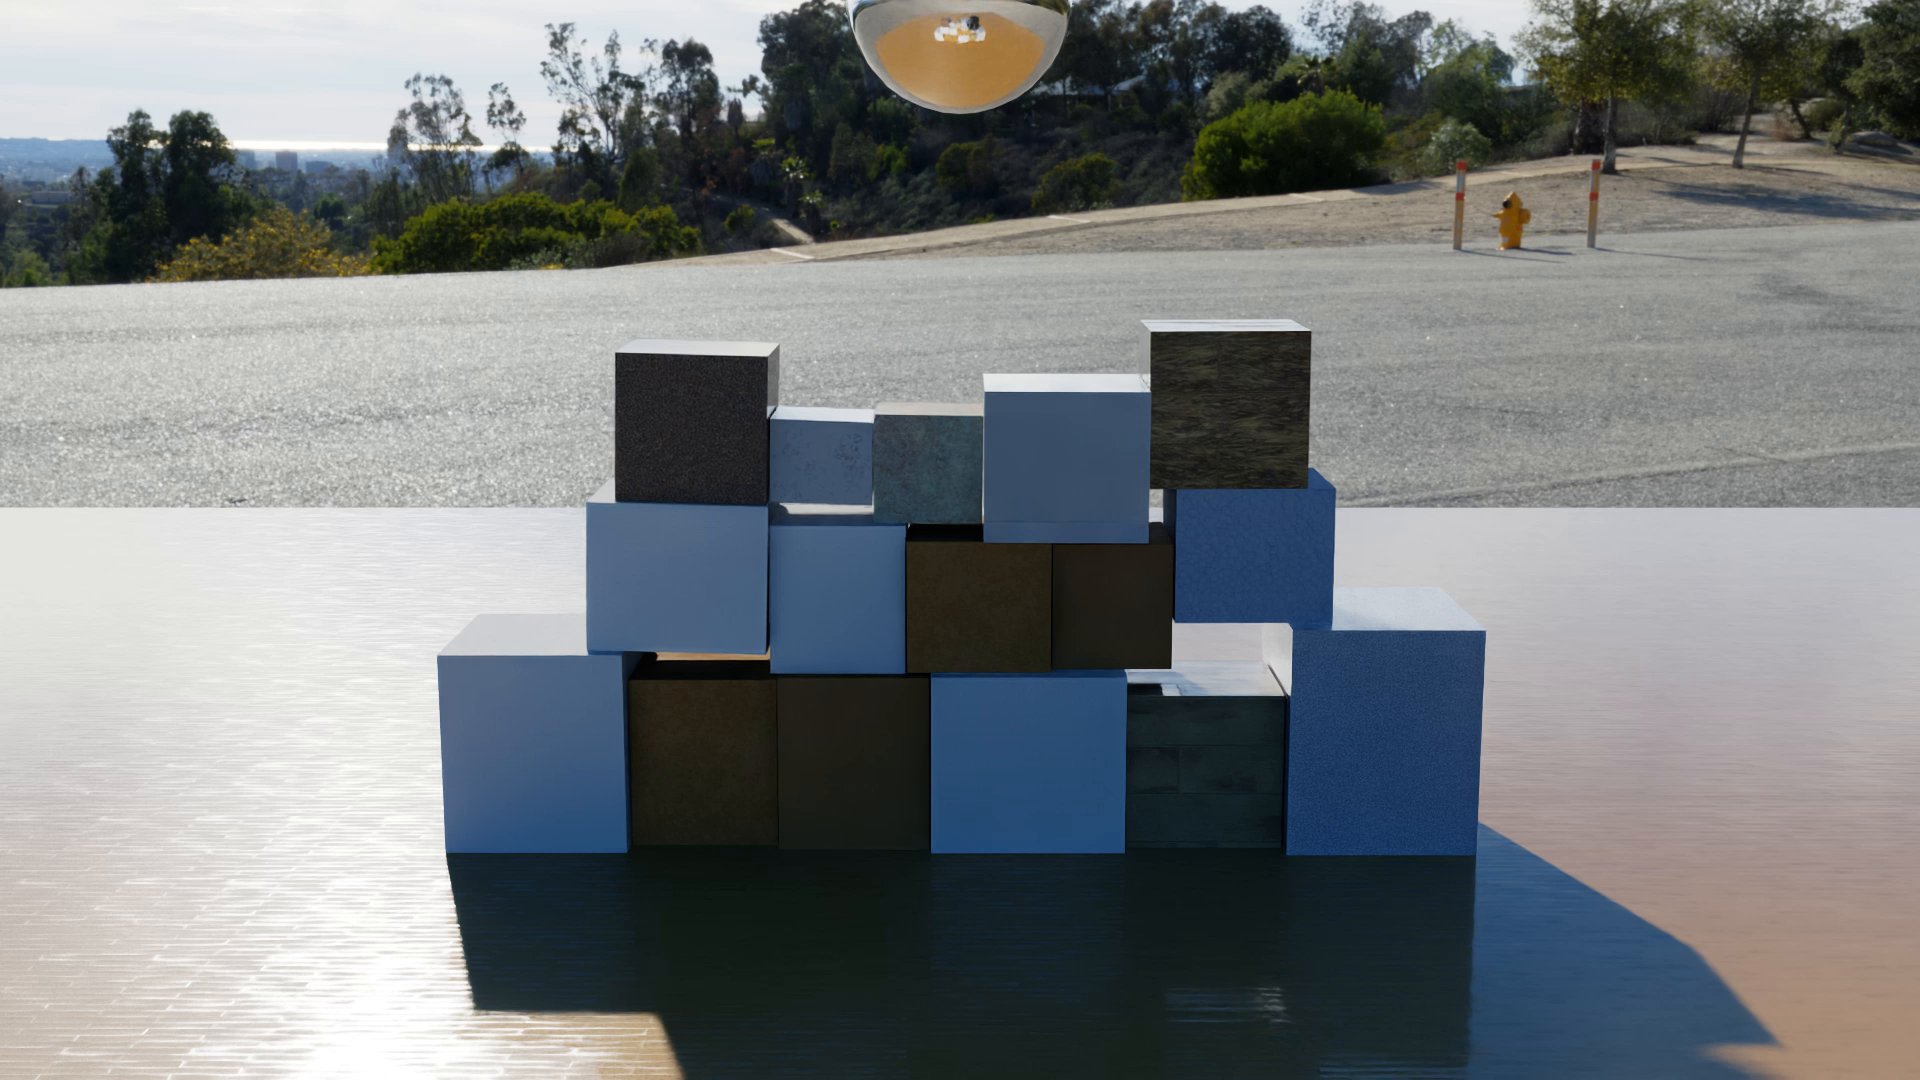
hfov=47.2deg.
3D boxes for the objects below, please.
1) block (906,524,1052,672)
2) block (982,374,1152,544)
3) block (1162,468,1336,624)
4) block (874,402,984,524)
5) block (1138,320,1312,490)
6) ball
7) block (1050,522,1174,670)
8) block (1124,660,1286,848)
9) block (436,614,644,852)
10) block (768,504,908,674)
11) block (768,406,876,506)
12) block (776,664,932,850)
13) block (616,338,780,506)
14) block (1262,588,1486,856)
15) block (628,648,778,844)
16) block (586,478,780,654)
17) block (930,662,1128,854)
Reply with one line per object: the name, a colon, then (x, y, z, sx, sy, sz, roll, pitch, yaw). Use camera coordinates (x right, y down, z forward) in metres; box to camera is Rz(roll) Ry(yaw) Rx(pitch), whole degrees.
block: (0.094, 0.264, 11.231, 0.712, 0.661, 0.777, 0, 10, 0)
block: (0.521, -0.424, 11.094, 0.805, 0.743, 0.827, 0, 10, 0)
block: (1.455, 0.017, 11.195, 0.782, 0.672, 0.711, 0, 10, 0)
block: (-0.155, -0.394, 11.122, 0.540, 0.542, 0.508, 1, 10, 0)
block: (1.316, -0.692, 11.058, 0.779, 0.774, 0.679, 0, 10, 0)
ball: (0.000, -3.859, 15.718, 1.600, 1.600, 1.600, 0, 10, 0)
block: (0.758, 0.275, 11.249, 0.596, 0.634, 0.664, 0, 10, 0)
block: (1.223, 1.092, 11.363, 0.783, 0.786, 0.759, 0, 10, 0)
block: (-2.115, 0.977, 11.363, 0.907, 1.012, 0.970, 0, 10, 0)
block: (-0.606, 0.241, 11.215, 0.676, 0.746, 0.644, 0, 10, 0)
block: (-0.687, -0.429, 11.120, 0.516, 0.417, 0.514, 2, 10, 0)
block: (-0.529, 1.044, 11.351, 0.755, 0.882, 0.817, 0, 10, 0)
block: (-1.313, -0.604, 11.086, 0.741, 0.734, 0.714, 2, 10, 0)
block: (2.097, 0.910, 11.358, 0.944, 1.145, 1.054, 0, 10, 0)
block: (-1.285, 1.055, 11.372, 0.734, 0.855, 0.709, 0, 10, 0)
block: (-1.395, 0.122, 11.209, 0.890, 0.743, 0.788, 2, 10, 0)
block: (0.339, 1.033, 11.364, 0.965, 0.901, 0.963, 0, 10, 0)
